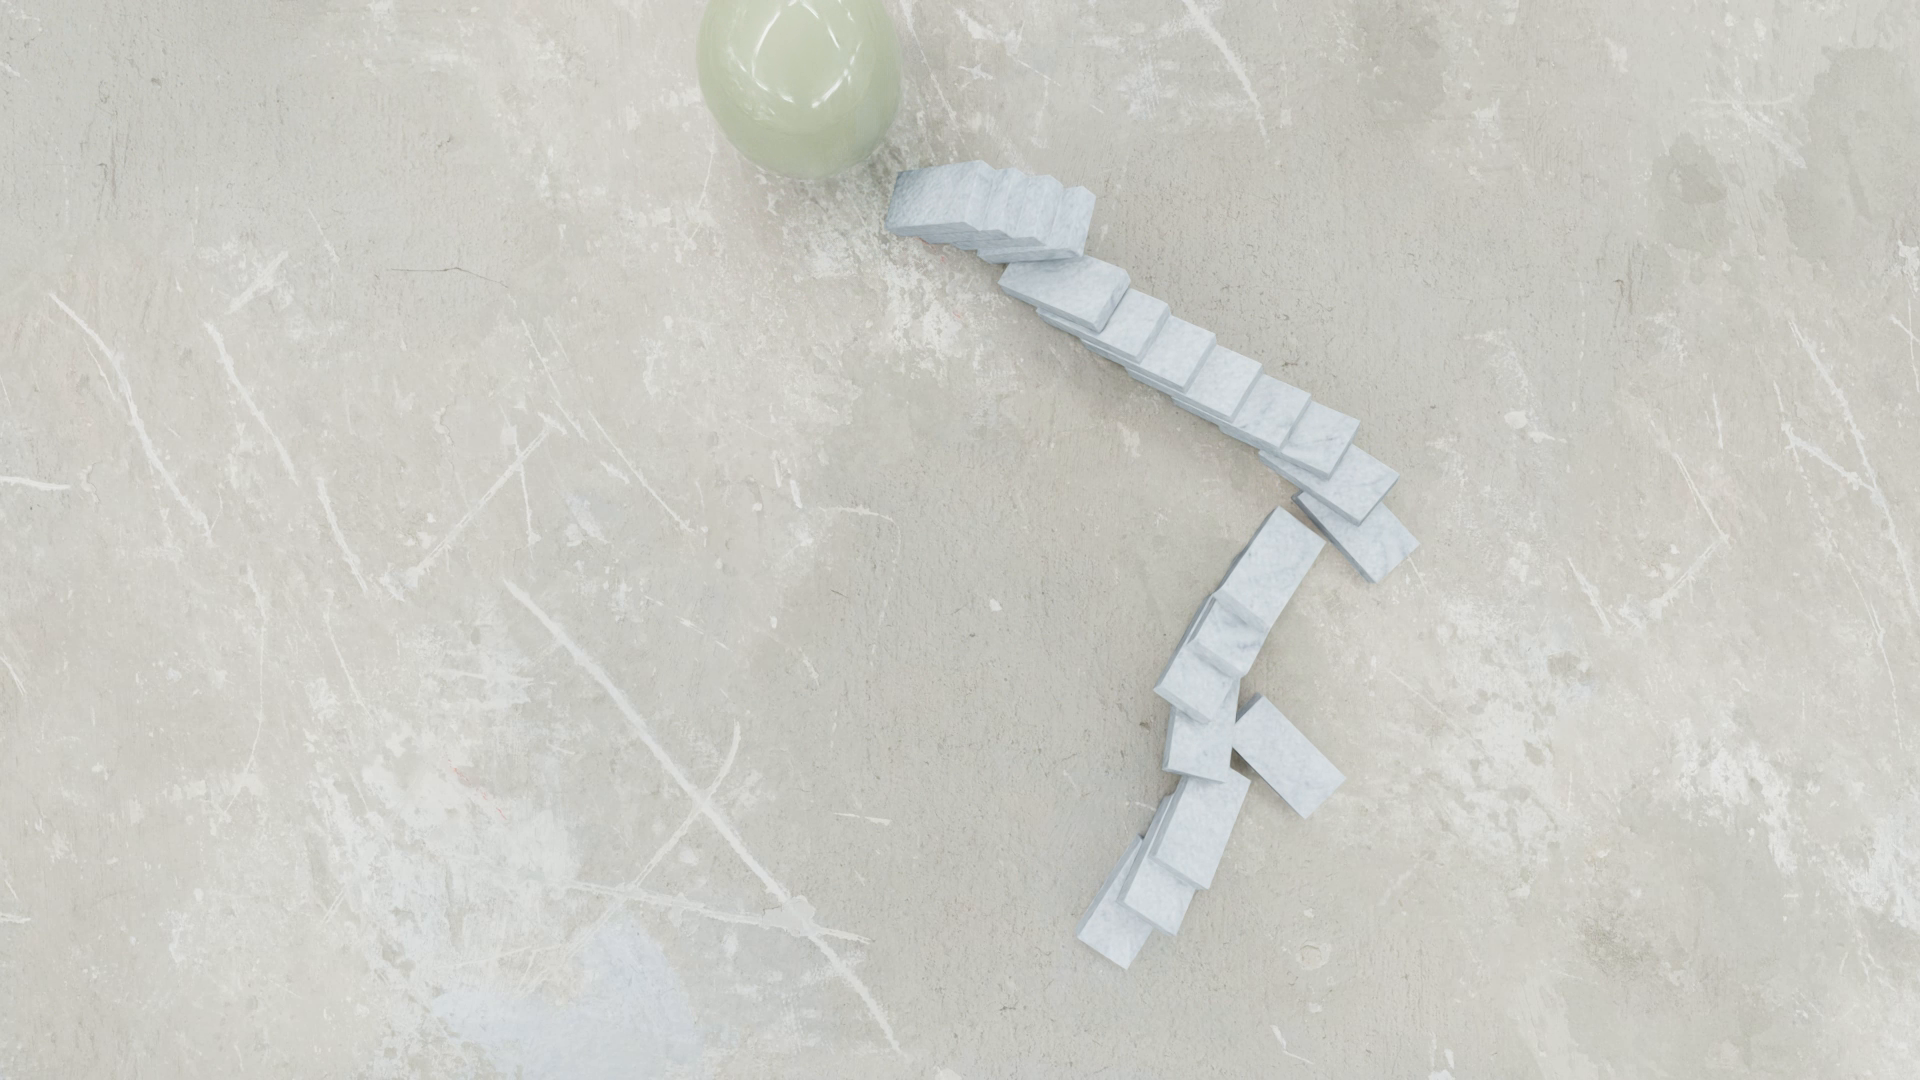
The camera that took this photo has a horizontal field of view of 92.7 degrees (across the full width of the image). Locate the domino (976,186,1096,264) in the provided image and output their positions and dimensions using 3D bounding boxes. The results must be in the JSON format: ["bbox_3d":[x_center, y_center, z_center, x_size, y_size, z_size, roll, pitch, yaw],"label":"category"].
[{"bbox_3d":[0.031,-0.129,0.379,0.050,0.009,0.025,12,88,44],"label":"domino"}]

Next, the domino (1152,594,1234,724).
[{"bbox_3d":[0.104,0.049,0.385,0.025,0.010,0.050,35,65,4],"label":"domino"}]

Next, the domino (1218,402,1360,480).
[{"bbox_3d":[0.138,-0.048,0.385,0.050,0.009,0.025,30,89,25],"label":"domino"}]

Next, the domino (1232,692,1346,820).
[{"bbox_3d":[0.138,0.093,0.395,0.025,0.010,0.050,-45,90,0],"label":"domino"}]

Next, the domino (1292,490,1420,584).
[{"bbox_3d":[0.170,-0.008,0.395,0.025,0.009,0.050,-42,90,0],"label":"domino"}]

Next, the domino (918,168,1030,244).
[{"bbox_3d":[0.004,-0.138,0.379,0.050,0.010,0.025,15,90,44],"label":"domino"}]

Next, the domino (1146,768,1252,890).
[{"bbox_3d":[0.101,0.117,0.385,0.025,0.009,0.050,32,65,0],"label":"domino"}]

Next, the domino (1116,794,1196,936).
[{"bbox_3d":[0.088,0.136,0.385,0.025,0.010,0.050,33,65,0],"label":"domino"}]

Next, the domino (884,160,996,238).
[{"bbox_3d":[-0.009,-0.141,0.379,0.050,0.010,0.025,15,90,44],"label":"domino"}]

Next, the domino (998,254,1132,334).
[{"bbox_3d":[0.043,-0.108,0.384,0.050,0.009,0.025,31,90,29],"label":"domino"}]

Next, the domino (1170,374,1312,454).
[{"bbox_3d":[0.118,-0.059,0.385,0.050,0.010,0.025,31,90,25],"label":"domino"}]

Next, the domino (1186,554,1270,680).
[{"bbox_3d":[0.118,0.031,0.385,0.025,0.010,0.050,35,65,4],"label":"domino"}]

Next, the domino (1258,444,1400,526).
[{"bbox_3d":[0.154,-0.031,0.386,0.050,0.009,0.025,40,90,24],"label":"domino"}]

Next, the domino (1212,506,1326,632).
[{"bbox_3d":[0.130,0.012,0.384,0.025,0.010,0.050,39,66,6],"label":"domino"}]

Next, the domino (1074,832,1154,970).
[{"bbox_3d":[0.074,0.156,0.395,0.025,0.010,0.050,33,90,0],"label":"domino"}]

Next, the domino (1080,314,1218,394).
[{"bbox_3d":[0.079,-0.084,0.385,0.050,0.010,0.025,31,90,25],"label":"domino"}]

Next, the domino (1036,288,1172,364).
[{"bbox_3d":[0.060,-0.096,0.385,0.050,0.010,0.025,31,90,25],"label":"domino"}]

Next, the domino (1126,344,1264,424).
[{"bbox_3d":[0.098,-0.071,0.385,0.050,0.009,0.025,31,90,25],"label":"domino"}]

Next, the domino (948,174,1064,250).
[{"bbox_3d":[0.018,-0.135,0.379,0.050,0.009,0.025,15,90,44],"label":"domino"}]

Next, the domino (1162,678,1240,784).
[{"bbox_3d":[0.102,0.075,0.387,0.025,0.009,0.050,14,70,0],"label":"domino"}]

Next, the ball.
[{"bbox_3d":[-0.062,-0.184,0.360,0.080,0.080,0.080,0,90,0],"label":"ball"}]
